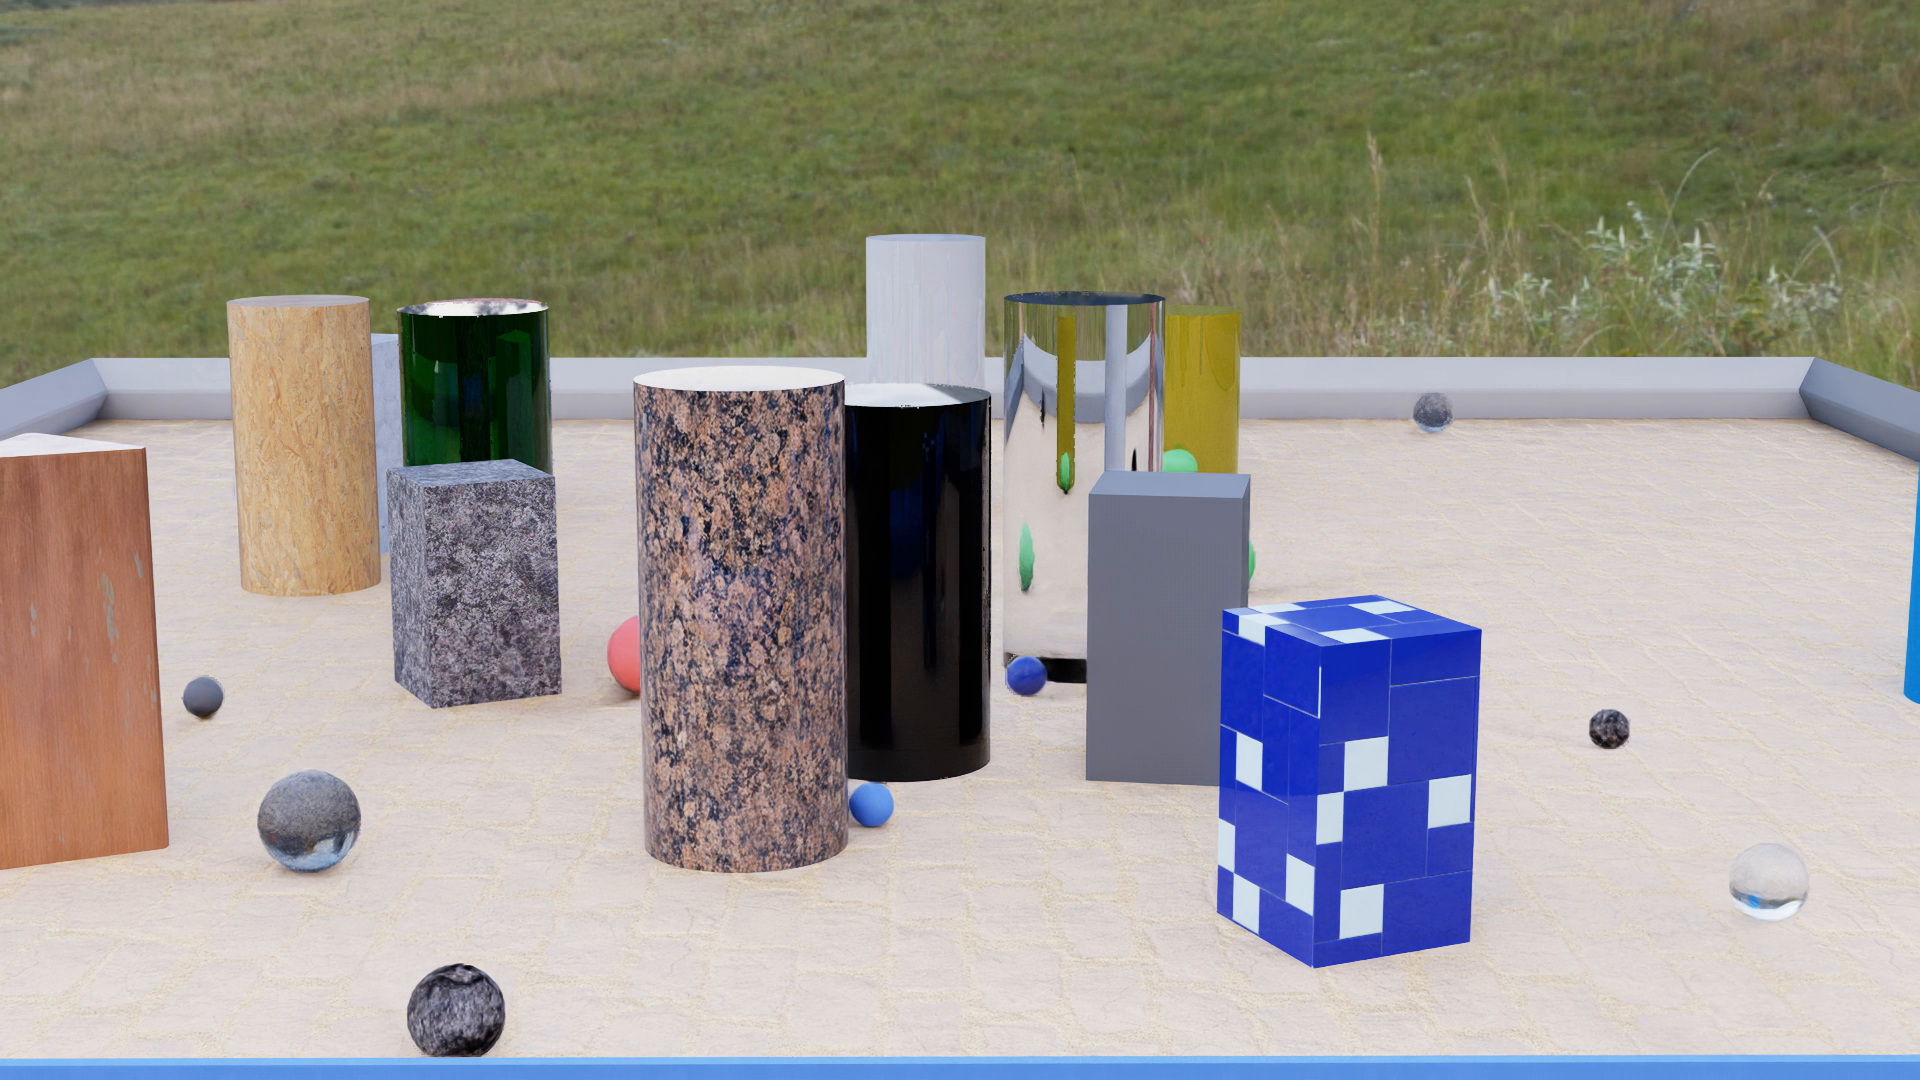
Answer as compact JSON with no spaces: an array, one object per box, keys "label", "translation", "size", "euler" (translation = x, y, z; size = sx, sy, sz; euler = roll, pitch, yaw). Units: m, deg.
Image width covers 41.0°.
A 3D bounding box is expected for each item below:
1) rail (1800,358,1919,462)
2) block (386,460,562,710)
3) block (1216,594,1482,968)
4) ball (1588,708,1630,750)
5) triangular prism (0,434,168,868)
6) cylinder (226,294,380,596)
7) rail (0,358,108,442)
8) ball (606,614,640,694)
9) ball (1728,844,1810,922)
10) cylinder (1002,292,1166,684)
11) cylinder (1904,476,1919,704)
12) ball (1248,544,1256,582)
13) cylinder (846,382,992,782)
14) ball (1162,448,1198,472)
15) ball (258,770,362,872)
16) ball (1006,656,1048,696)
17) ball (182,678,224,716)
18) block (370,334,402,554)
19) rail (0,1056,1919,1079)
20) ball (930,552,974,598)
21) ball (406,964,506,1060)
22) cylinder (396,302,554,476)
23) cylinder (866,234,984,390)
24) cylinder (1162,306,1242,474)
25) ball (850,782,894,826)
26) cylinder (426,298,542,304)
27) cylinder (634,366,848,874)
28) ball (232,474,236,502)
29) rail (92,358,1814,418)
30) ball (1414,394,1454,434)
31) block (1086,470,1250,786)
[{"label":"rail","translation":[1.760,0.030,3.459],"size":[0.045,0.126,3.801],"euler":[0,11,0]},{"label":"block","translation":[-0.571,0.048,3.012],"size":[0.155,0.257,0.155],"euler":[-6,12,-27]},{"label":"block","translation":[0.326,0.198,2.168],"size":[0.155,0.269,0.155],"euler":[-5,12,-24]},{"label":"ball","translation":[0.698,0.203,2.759],"size":[0.043,0.043,0.043],"euler":[0,11,0]},{"label":"triangular prism","translation":[-0.852,0.097,2.409],"size":[0.167,0.380,0.145],"euler":[-5,12,-26]},{"label":"cylinder","translation":[-0.921,-0.136,3.608],"size":[0.193,0.400,0.193],"euler":[0,11,0]},{"label":"rail","translation":[-1.760,0.034,3.439],"size":[0.045,0.126,3.801],"euler":[0,11,0]},{"label":"ball","translation":[-0.365,0.134,2.995],"size":[0.094,0.094,0.094],"euler":[0,11,0]},{"label":"ball","translation":[0.695,0.294,2.206],"size":[0.067,0.067,0.067],"euler":[0,11,0]},{"label":"cylinder","translation":[0.149,-0.068,3.107],"size":[0.193,0.450,0.193],"euler":[0,11,0]},{"label":"cylinder","translation":[1.198,0.038,2.951],"size":[0.193,0.299,0.193],"euler":[0,11,0]},{"label":"ball","translation":[0.362,0.029,3.558],"size":[0.095,0.095,0.095],"euler":[0,11,0]},{"label":"cylinder","translation":[-0.064,0.040,2.693],"size":[0.193,0.389,0.193],"euler":[0,11,0]},{"label":"ball","translation":[0.375,-0.122,4.433],"size":[0.071,0.071,0.071],"euler":[0,11,0]},{"label":"ball","translation":[-0.593,0.256,2.341],"size":[0.093,0.093,0.093],"euler":[0,11,0]},{"label":"ball","translation":[0.078,0.158,2.991],"size":[0.048,0.048,0.048],"euler":[0,11,0]},{"label":"ball","translation":[-0.855,0.177,2.896],"size":[0.044,0.044,0.044],"euler":[0,11,0]},{"label":"block","translation":[-0.926,-0.149,3.906],"size":[0.155,0.317,0.155],"euler":[3,11,16]},{"label":"rail","translation":[0.011,0.375,1.604],"size":[3.568,0.126,0.045],"euler":[0,11,0]},{"label":"ball","translation":[-0.011,0.049,3.542],"size":[0.062,0.062,0.062],"euler":[0,11,0]},{"label":"ball","translation":[-0.372,0.350,1.893],"size":[0.072,0.072,0.072],"euler":[0,11,0]},{"label":"cylinder","translation":[-0.630,-0.096,3.359],"size":[0.193,0.414,0.193],"euler":[0,11,0]},{"label":"cylinder","translation":[-0.056,-0.268,4.190],"size":[0.193,0.448,0.193],"euler":[0,11,0]},{"label":"cylinder","translation":[0.399,-0.258,4.542],"size":[0.193,0.299,0.193],"euler":[0,11,0]},{"label":"ball","translation":[-0.085,0.255,2.480],"size":[0.043,0.043,0.043],"euler":[0,11,0]},{"label":"cylinder","translation":[-0.788,-0.225,4.262],"size":[0.193,0.336,0.193],"euler":[0,11,0]},{"label":"cylinder","translation":[-0.202,0.069,2.392],"size":[0.193,0.442,0.193],"euler":[0,11,0]},{"label":"ball","translation":[-1.132,-0.084,4.164],"size":[0.095,0.095,0.095],"euler":[0,11,0]},{"label":"rail","translation":[-0.011,-0.311,5.295],"size":[3.568,0.126,0.045],"euler":[0,11,0]},{"label":"ball","translation":[0.943,-0.252,5.115],"size":[0.078,0.078,0.078],"euler":[0,11,0]},{"label":"block","translation":[0.218,0.089,2.675],"size":[0.155,0.299,0.155],"euler":[2,11,9]}]
